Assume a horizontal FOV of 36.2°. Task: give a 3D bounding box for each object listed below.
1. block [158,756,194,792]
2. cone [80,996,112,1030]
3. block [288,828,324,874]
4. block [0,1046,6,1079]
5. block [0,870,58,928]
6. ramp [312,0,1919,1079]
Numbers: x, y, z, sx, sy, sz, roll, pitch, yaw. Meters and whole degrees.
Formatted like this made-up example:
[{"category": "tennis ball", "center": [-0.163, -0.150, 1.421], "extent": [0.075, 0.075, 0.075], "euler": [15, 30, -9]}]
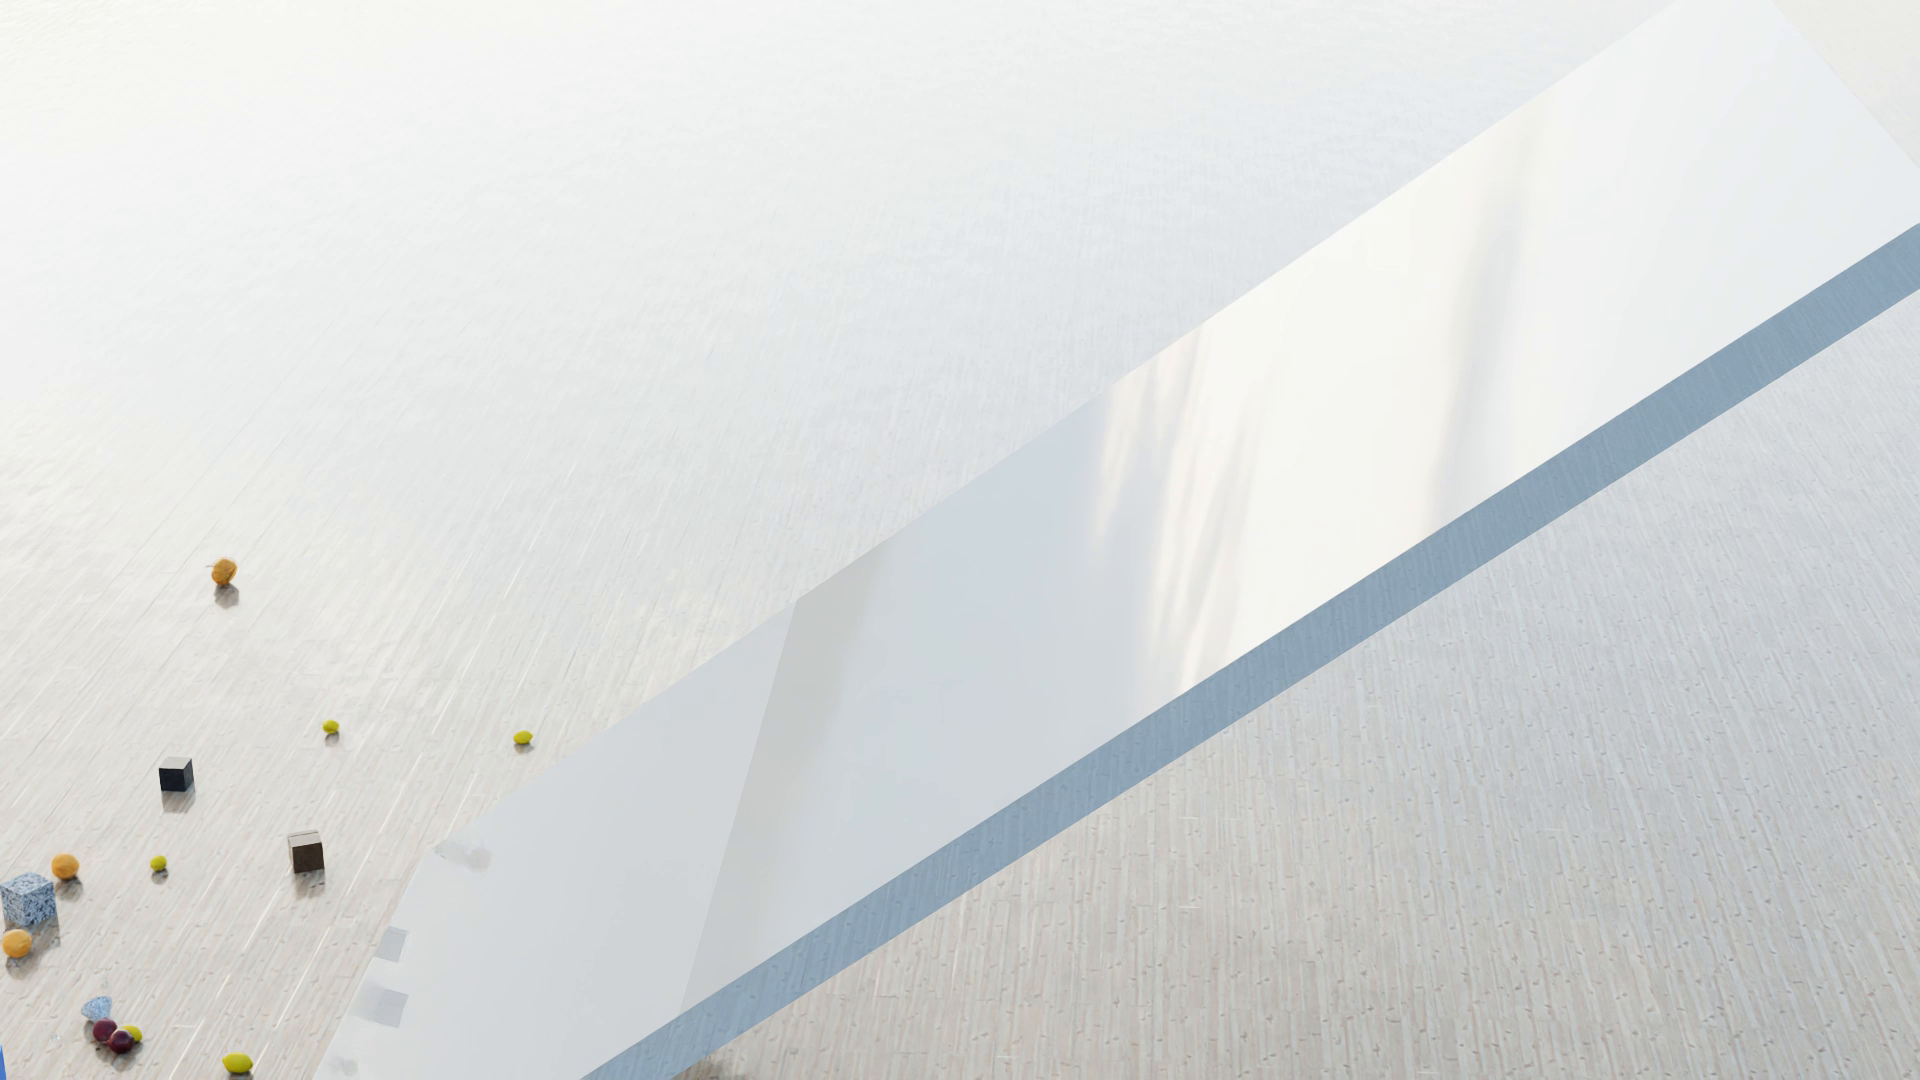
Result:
[{"category": "block", "center": [-2.217, 0.662, 8.321], "extent": [0.072, 0.072, 0.072], "euler": [2, 23, 5]}, {"category": "cone", "center": [-2.087, 1.165, 7.154], "extent": [0.078, 0.078, 0.078], "euler": [-16, 57, -33]}, {"category": "block", "center": [-1.755, 0.835, 7.892], "extent": [0.080, 0.080, 0.080], "euler": [-8, 24, -19]}, {"category": "block", "center": [-2.288, 1.249, 6.877], "extent": [0.091, 0.091, 0.091], "euler": [-4, 23, -10]}, {"category": "block", "center": [-2.419, 0.932, 7.637], "extent": [0.096, 0.096, 0.096], "euler": [16, 28, 34]}, {"category": "ramp", "center": [0.130, 0.178, 6.320], "extent": [4.000, 0.100, 2.000], "euler": [-34, 16, 16]}]
